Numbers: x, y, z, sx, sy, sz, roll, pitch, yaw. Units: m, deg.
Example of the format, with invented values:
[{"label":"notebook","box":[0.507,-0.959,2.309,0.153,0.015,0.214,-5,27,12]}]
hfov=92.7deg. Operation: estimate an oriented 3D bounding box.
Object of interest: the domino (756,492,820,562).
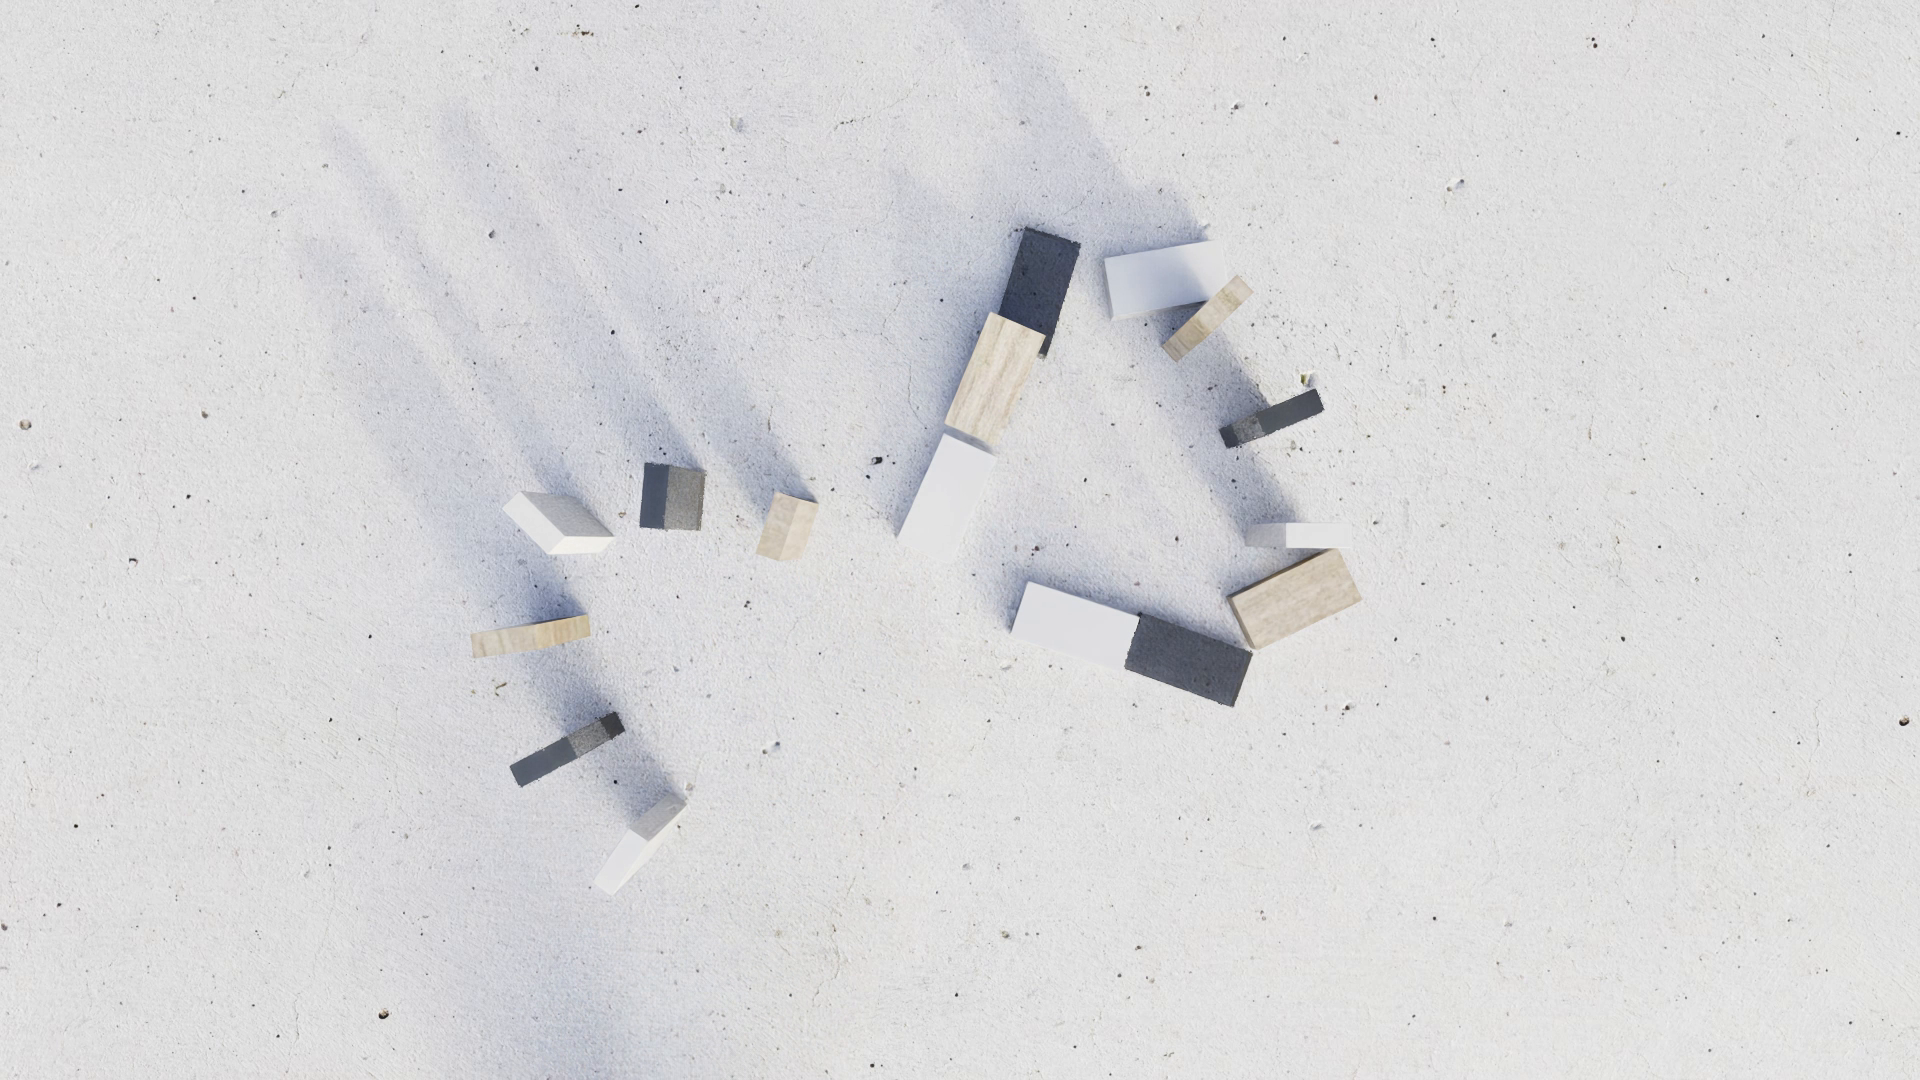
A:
[{"label":"domino","box":[-0.070,-0.005,0.375,0.010,0.050,0.025,18,90,0]}]

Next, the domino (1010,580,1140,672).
[{"label":"domino","box":[0.049,0.037,0.395,0.050,0.009,0.025,18,90,0]}]

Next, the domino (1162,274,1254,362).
[{"label":"domino","box":[0.100,-0.089,0.375,0.025,0.050,0.010,-44,90,0]}]

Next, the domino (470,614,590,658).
[{"label":"domino","box":[-0.174,0.039,0.375,0.025,0.050,0.009,-8,90,0]}]

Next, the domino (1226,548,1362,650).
[{"label":"domino","box":[0.144,0.025,0.395,0.050,0.009,0.025,-26,90,0]}]

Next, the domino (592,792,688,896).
[{"label":"domino","box":[-0.130,0.123,0.375,0.010,0.050,0.025,34,90,0]}]

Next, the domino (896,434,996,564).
[{"label":"domino","box":[-0.006,-0.018,0.395,0.025,0.010,0.050,24,90,0]}]

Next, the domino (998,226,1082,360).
[{"label":"domino","box":[0.033,-0.106,0.395,0.025,0.009,0.050,17,90,0]}]

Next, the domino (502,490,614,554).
[{"label":"domino","box":[-0.163,-0.007,0.375,0.009,0.050,0.025,-45,90,0]}]

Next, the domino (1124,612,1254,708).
[{"label":"domino","box":[0.097,0.051,0.395,0.050,0.009,0.025,20,90,0]}]

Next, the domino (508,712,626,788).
[{"label":"domino","box":[-0.159,0.085,0.375,0.025,0.050,0.009,-28,90,0]}]

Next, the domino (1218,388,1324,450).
[{"label":"domino","box":[0.126,-0.049,0.375,0.025,0.050,0.010,-23,90,0]}]

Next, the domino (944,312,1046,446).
[{"label":"domino","box":[0.015,-0.068,0.389,0.025,0.010,0.050,23,104,0]}]

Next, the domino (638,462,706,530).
[{"label":"domino","box":[-0.117,-0.017,0.375,0.010,0.050,0.025,5,90,0]}]

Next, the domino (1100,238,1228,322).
[{"label":"domino","box":[0.088,-0.112,0.395,0.050,0.010,0.025,-10,90,0]}]

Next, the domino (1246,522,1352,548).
[{"label":"domino","box":[0.137,-0.002,0.375,0.025,0.050,0.010,0,90,0]}]
